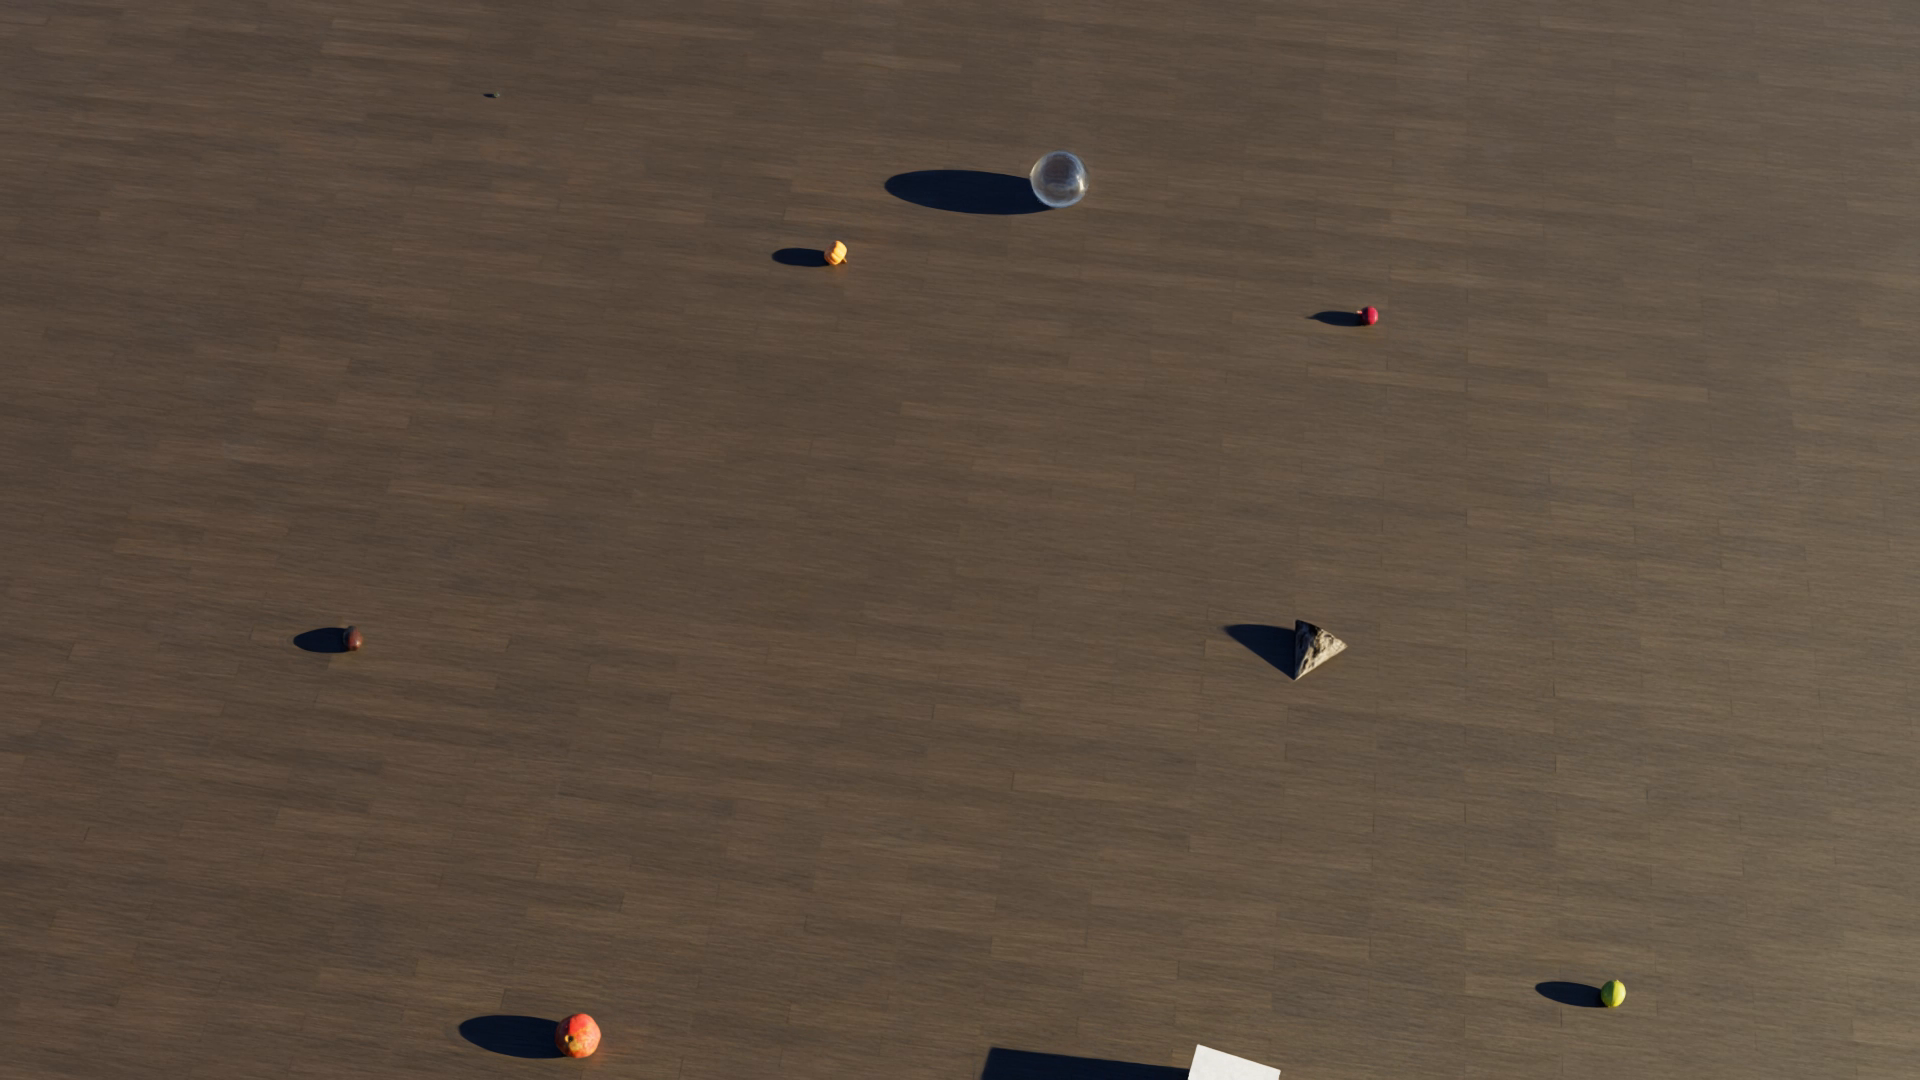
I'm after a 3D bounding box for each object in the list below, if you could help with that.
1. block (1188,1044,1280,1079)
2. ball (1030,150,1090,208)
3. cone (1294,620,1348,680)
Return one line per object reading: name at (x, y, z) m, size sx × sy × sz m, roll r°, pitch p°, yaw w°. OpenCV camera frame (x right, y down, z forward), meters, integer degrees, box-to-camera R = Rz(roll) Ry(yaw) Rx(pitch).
block at (0.679, 1.386, 5.540) m, size 0.213 × 0.173 × 0.112 m, roll 15°, pitch 58°, yaw 10°
ball at (0.330, -1.191, 7.257) m, size 0.193 × 0.193 × 0.193 m, roll 0°, pitch 56°, yaw 0°
cone at (1.001, 0.337, 6.322) m, size 0.167 × 0.088 × 0.163 m, roll 27°, pitch 76°, yaw 20°
